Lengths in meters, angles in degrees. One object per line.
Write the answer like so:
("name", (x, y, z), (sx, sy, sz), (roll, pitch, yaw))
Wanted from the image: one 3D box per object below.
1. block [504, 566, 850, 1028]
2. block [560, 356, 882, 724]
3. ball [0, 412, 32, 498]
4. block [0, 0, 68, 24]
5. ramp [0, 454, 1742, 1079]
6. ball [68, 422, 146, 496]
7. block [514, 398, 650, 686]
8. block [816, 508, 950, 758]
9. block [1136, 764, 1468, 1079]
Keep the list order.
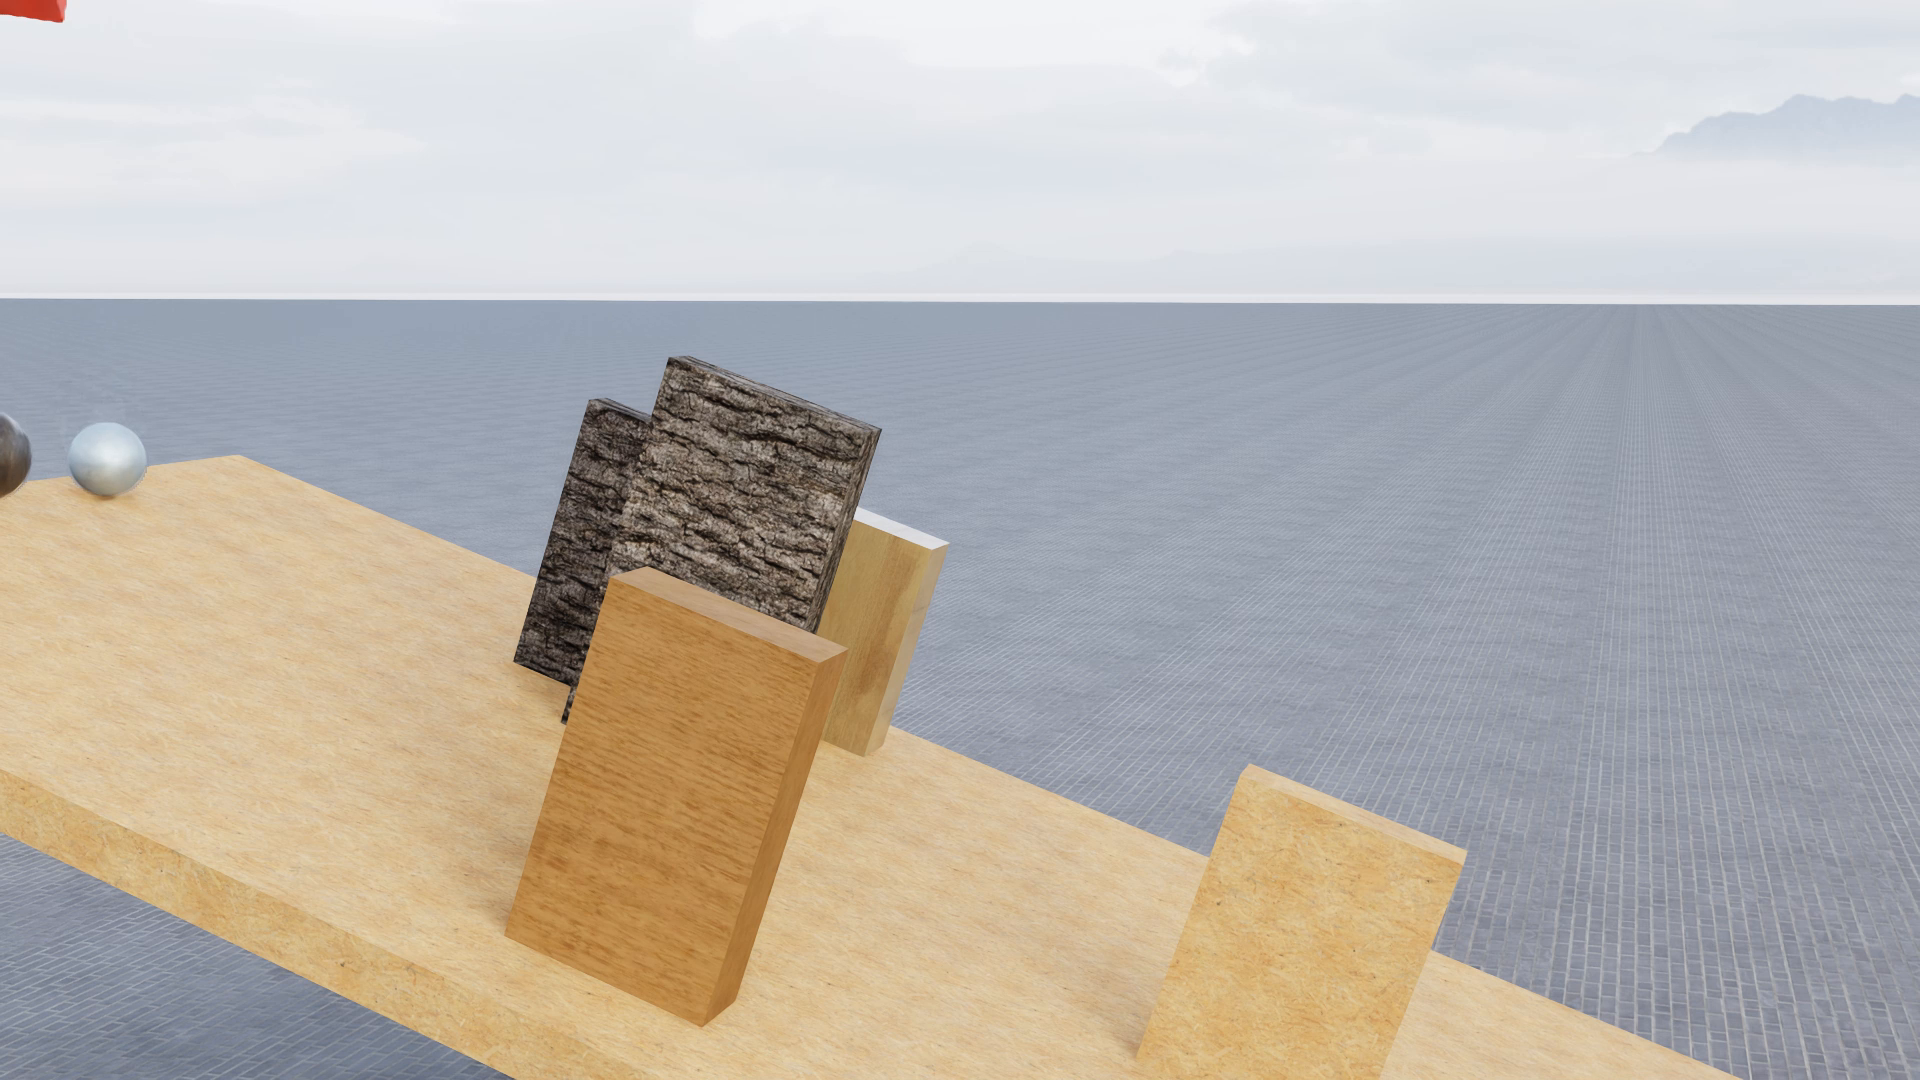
("block", (-0.448, 0.399, 3.451), (0.360, 0.616, 0.132), (21, 12, 14))
("block", (-0.486, 0.078, 4.414), (0.434, 0.791, 0.097), (21, 12, 14))
("ball", (-2.070, -0.180, 4.649), (0.199, 0.199, 0.199), (0, 7, 0))
("block", (-2.028, -1.230, 4.810), (0.128, 0.128, 0.128), (6, -19, -12))
("ramp", (-0.347, 0.647, 4.220), (4.000, 0.100, 2.000), (21, 12, 14))
("ball", (-1.925, -0.184, 4.963), (0.165, 0.165, 0.165), (0, 7, 0))
("block", (-0.747, 0.025, 4.715), (0.260, 0.604, 0.082), (21, 12, 14))
("block", (-0.231, 0.202, 4.942), (0.247, 0.499, 0.132), (21, 12, 14))
("block", (0.578, 0.711, 3.749), (0.391, 0.544, 0.094), (21, 12, 14))
